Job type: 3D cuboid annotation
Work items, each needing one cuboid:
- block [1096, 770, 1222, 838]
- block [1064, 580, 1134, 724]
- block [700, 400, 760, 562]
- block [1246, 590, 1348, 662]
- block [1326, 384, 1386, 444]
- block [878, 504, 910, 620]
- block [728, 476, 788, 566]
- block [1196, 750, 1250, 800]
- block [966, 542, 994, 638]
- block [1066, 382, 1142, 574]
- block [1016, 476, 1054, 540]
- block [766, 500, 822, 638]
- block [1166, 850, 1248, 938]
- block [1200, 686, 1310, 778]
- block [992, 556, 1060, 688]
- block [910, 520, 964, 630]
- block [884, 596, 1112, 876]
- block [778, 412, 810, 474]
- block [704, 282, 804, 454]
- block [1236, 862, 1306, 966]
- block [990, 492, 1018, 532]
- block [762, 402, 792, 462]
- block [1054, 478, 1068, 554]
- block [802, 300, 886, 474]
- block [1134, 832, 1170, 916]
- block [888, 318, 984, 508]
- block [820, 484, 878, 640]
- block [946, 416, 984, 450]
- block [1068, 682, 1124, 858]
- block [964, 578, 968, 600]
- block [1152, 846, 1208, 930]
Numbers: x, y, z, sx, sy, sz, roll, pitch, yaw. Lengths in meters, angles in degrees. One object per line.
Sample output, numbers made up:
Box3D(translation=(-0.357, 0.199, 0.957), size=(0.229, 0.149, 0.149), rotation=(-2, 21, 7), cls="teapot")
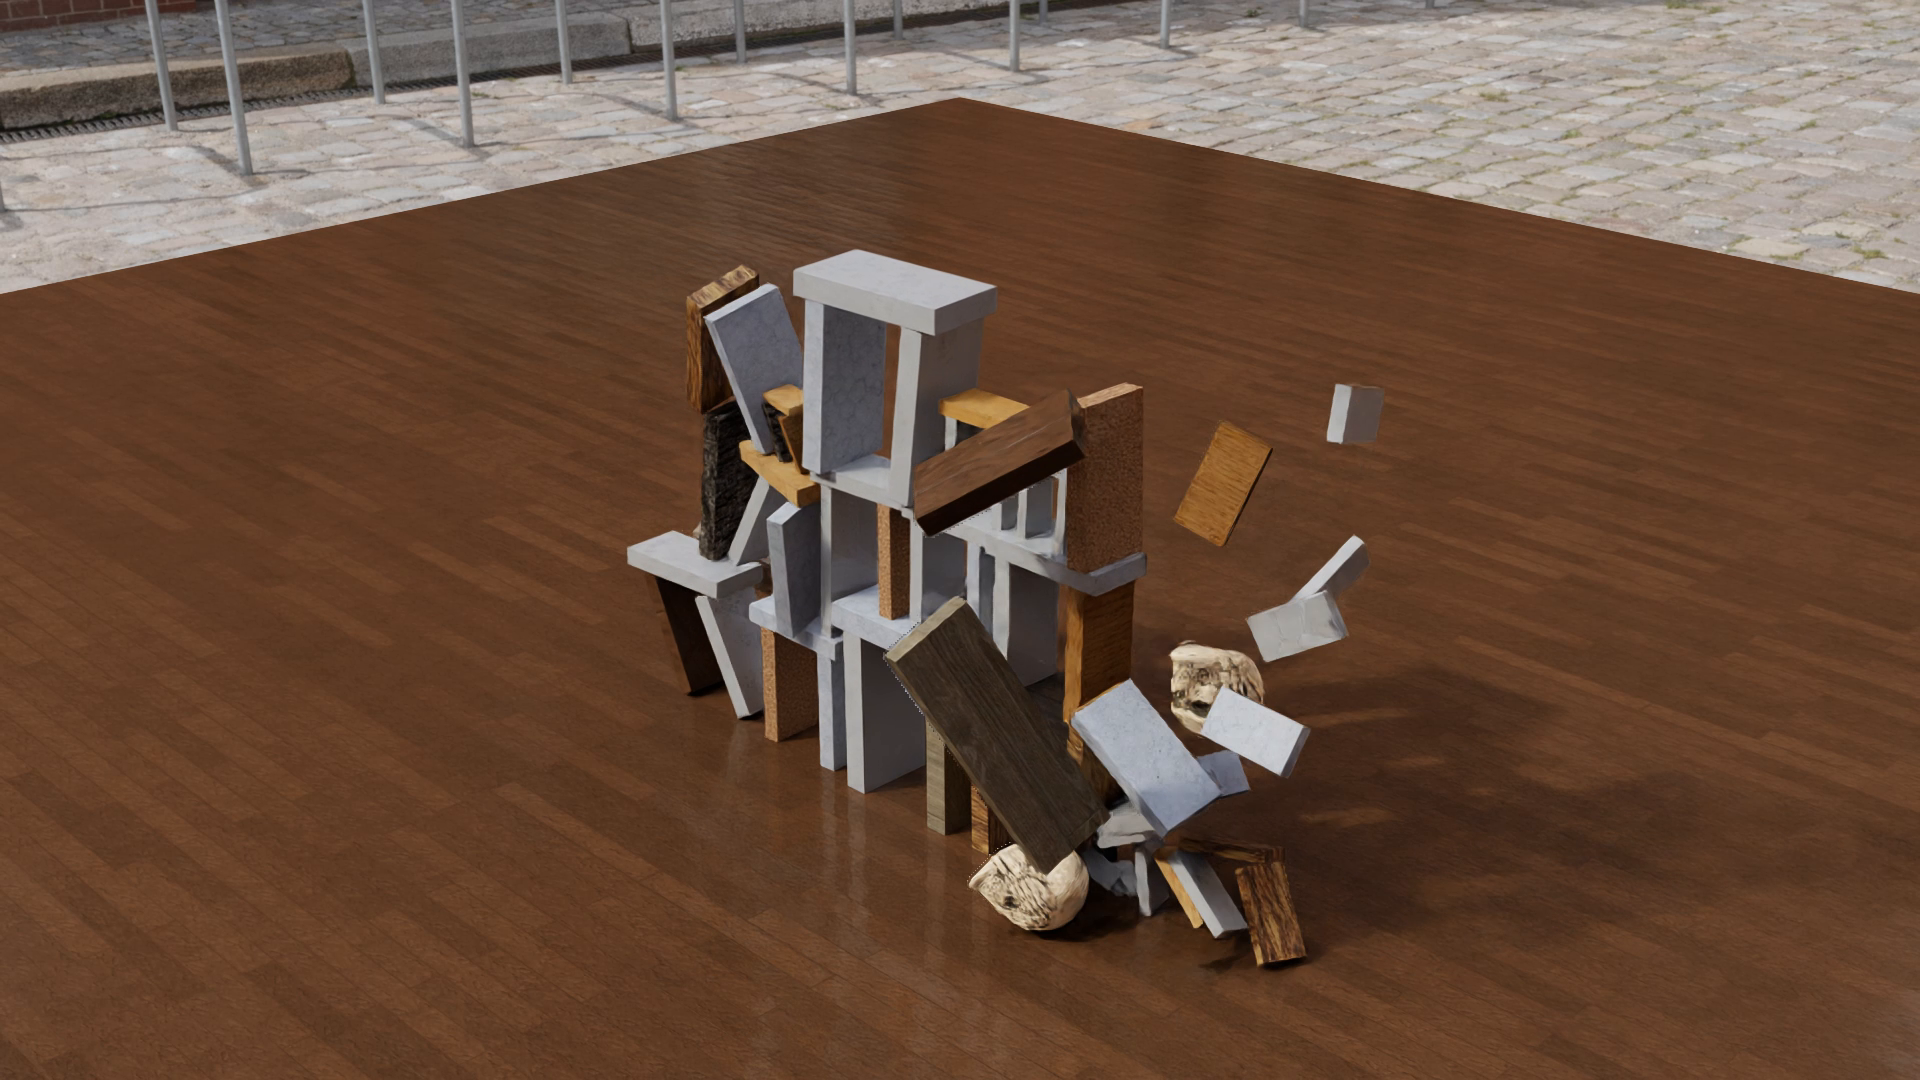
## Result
Box3D(translation=(0.355, 0.482, 4.013), size=(0.131, 0.037, 0.263), rotation=(-33, 5, -28), cls="block")
Box3D(translation=(0.255, 0.195, 4.027), size=(0.138, 0.275, 0.039), rotation=(-21, 32, -40), cls="block")
Box3D(translation=(-0.493, -0.137, 4.803), size=(0.044, 0.359, 0.155), rotation=(29, 39, 30), cls="block")
Box3D(translation=(0.591, 0.152, 3.855), size=(0.171, 0.085, 0.024), rotation=(-22, 2, 42), cls="block")
Box3D(translation=(0.653, -0.208, 3.622), size=(0.026, 0.092, 0.274), rotation=(12, 7, 21), cls="block")
Box3D(translation=(-0.105, 0.026, 4.347), size=(0.122, 0.244, 0.035), rotation=(-22, 32, -40), cls="block")
Box3D(translation=(-0.394, -0.061, 4.691), size=(0.135, 0.271, 0.038), rotation=(-17, 59, -36), cls="block")
Box3D(translation=(0.469, 0.462, 4.246), size=(0.171, 0.085, 0.024), rotation=(-11, -16, -25), cls="block")
Box3D(translation=(0.066, 0.118, 4.202), size=(0.117, 0.278, 0.033), rotation=(-21, 32, -41), cls="block")
Box3D(translation=(0.257, -0.109, 3.893), size=(0.044, 0.309, 0.154), rotation=(19, 29, 42), cls="block")
Box3D(translation=(0.139, -0.078, 4.033), size=(0.071, 0.142, 0.020), rotation=(-21, 34, -41), cls="block")
Box3D(translation=(-0.328, 0.047, 4.481), size=(0.038, 0.281, 0.135), rotation=(18, 39, 27), cls="block")
Box3D(translation=(0.456, 0.650, 4.045), size=(0.087, 0.025, 0.175), rotation=(7, 44, -51), cls="block")
Box3D(translation=(0.502, 0.326, 3.746), size=(0.184, 0.092, 0.026), rotation=(26, 1, 43), cls="block")
Box3D(translation=(0.125, 0.143, 4.147), size=(0.138, 0.275, 0.039), rotation=(-21, 32, -40), cls="block")
Box3D(translation=(-0.044, 0.055, 4.295), size=(0.033, 0.233, 0.117), rotation=(22, 32, 40), cls="block")
Box3D(translation=(0.068, 0.331, 3.673), size=(0.154, 0.498, 0.044), rotation=(-40, 26, -13), cls="block")
Box3D(translation=(-0.315, -0.200, 4.407), size=(0.062, 0.123, 0.017), rotation=(-27, 23, -19), cls="block")
Box3D(translation=(-0.392, -0.347, 4.464), size=(0.155, 0.310, 0.044), rotation=(-31, 30, -20), cls="block")
Box3D(translation=(0.561, 0.674, 3.975), size=(0.087, 0.175, 0.025), rotation=(-5, -19, -22), cls="block")
Box3D(translation=(0.102, -0.119, 4.068), size=(0.095, 0.190, 0.027), rotation=(-21, 33, -40), cls="block")
Box3D(translation=(-0.355, -0.228, 4.472), size=(0.062, 0.123, 0.017), rotation=(-23, 14, -25), cls="block")
Box3D(translation=(0.206, -0.052, 3.971), size=(0.071, 0.142, 0.020), rotation=(-21, 33, -40), cls="block")
Box3D(translation=(-0.225, -0.322, 4.306), size=(0.050, 0.355, 0.178), rotation=(24, 34, 35), cls="block")
Box3D(translation=(0.357, 0.611, 4.109), size=(0.023, 0.162, 0.081), rotation=(6, 23, 30), cls="block")
Box3D(translation=(-0.046, -0.255, 4.163), size=(0.050, 0.356, 0.178), rotation=(26, 35, 33), cls="block")
Box3D(translation=(-0.222, 0.029, 4.460), size=(0.122, 0.337, 0.035), rotation=(-17, 31, -35), cls="block")
Box3D(translation=(0.015, -0.151, 4.148), size=(0.027, 0.193, 0.095), rotation=(23, 32, 39), cls="block")
Box3D(translation=(0.254, 0.427, 4.068), size=(0.131, 0.343, 0.037), rotation=(-28, 47, -33), cls="block")
Box3D(translation=(-0.064, 0.087, 5.481), size=(0.114, 0.032, 0.229), rotation=(4, 19, -27), cls="block")
Box3D(translation=(0.425, 0.642, 4.071), size=(0.081, 0.023, 0.162), rotation=(6, 47, -52), cls="block")
